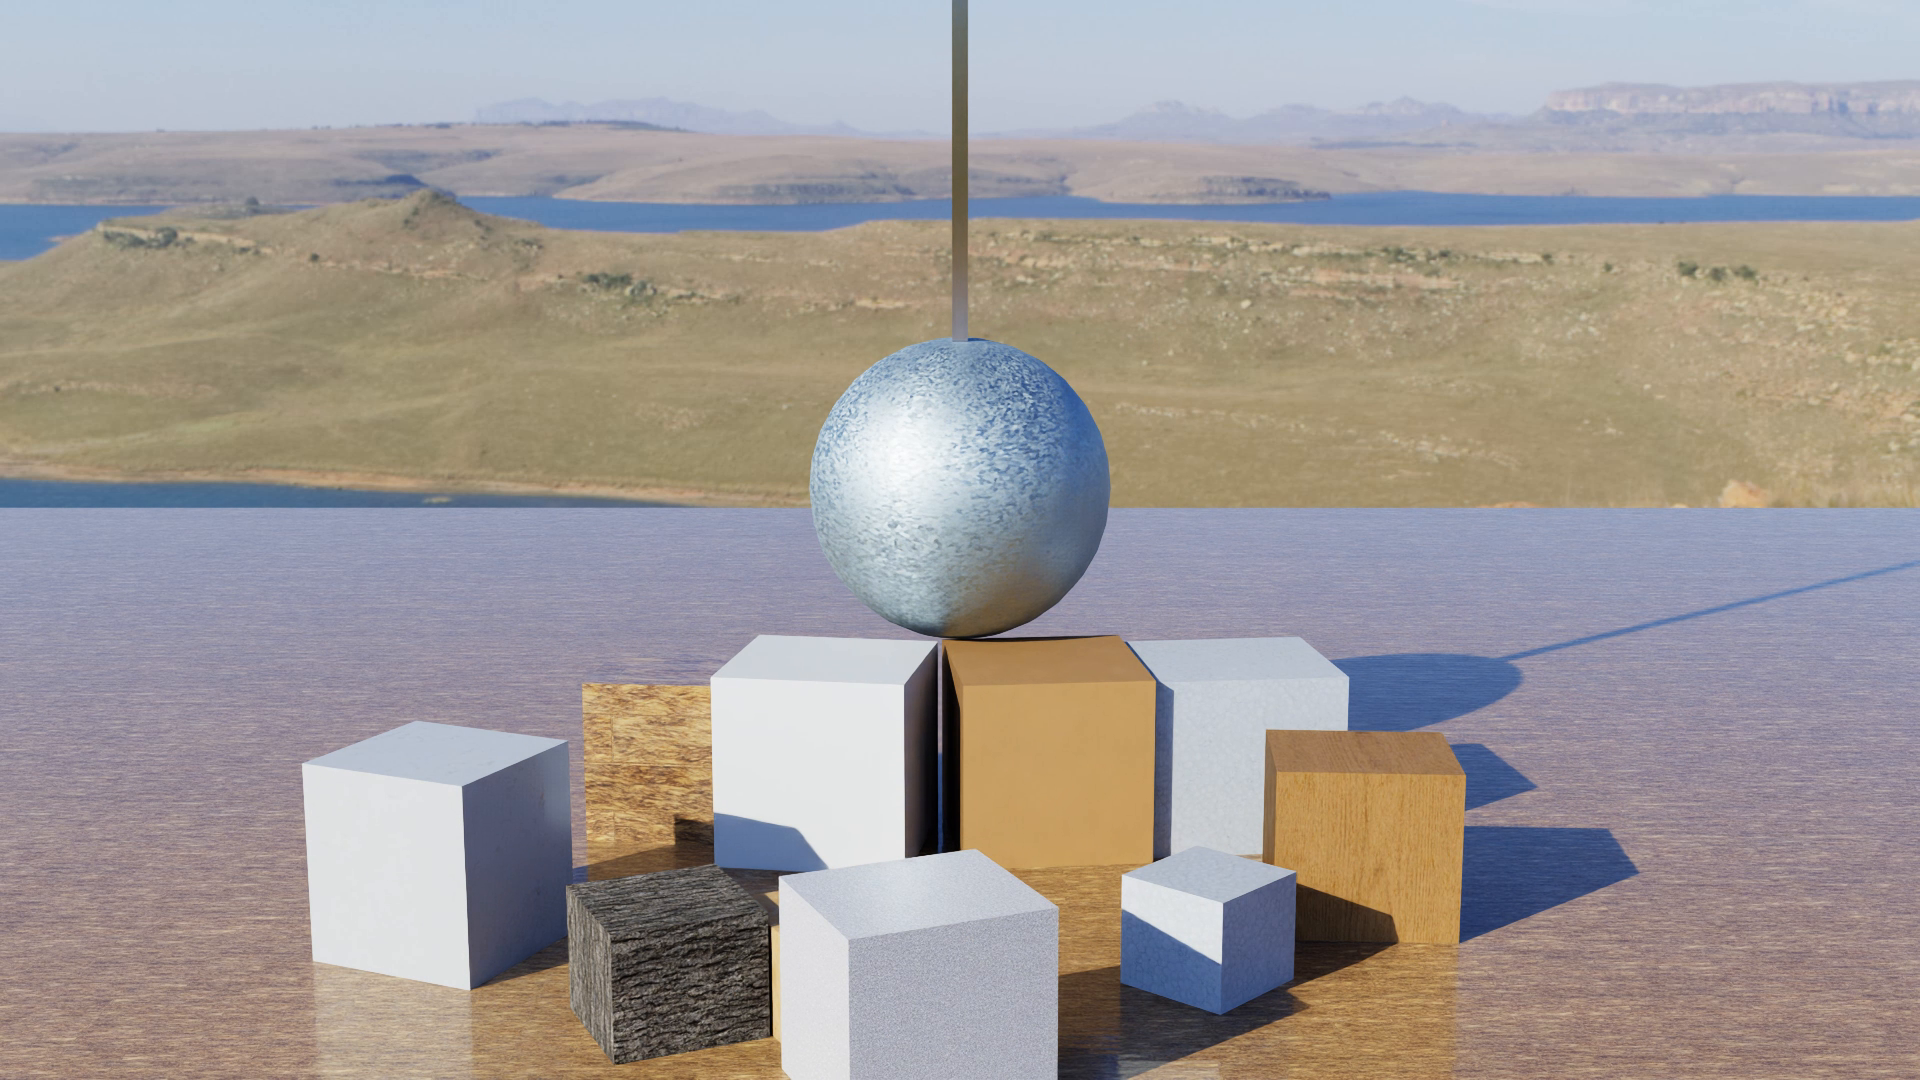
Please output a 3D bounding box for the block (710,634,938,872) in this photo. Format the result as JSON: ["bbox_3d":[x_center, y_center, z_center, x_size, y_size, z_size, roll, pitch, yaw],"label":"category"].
[{"bbox_3d":[-0.658,1.062,11.058,0.947,0.954,0.936,2,10,9],"label":"block"}]

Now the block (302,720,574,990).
[{"bbox_3d":[-2.269,1.356,9.633,0.829,0.885,0.771,5,11,24],"label":"block"}]

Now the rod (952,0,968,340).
[{"bbox_3d":[0.000,-3.553,10.767,0.080,5.200,0.080,0,15,0],"label":"rod"}]

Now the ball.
[{"bbox_3d":[0.000,-0.274,11.668,1.600,1.600,1.600,0,10,0],"label":"ball"}]

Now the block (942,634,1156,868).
[{"bbox_3d":[0.427,1.055,11.184,0.938,0.922,1.014,-1,10,-6],"label":"block"}]

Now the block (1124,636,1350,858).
[{"bbox_3d":[1.383,1.046,11.315,0.974,0.893,0.907,-1,10,-7],"label":"block"}]

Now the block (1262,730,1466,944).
[{"bbox_3d":[1.824,1.339,10.041,0.820,0.773,0.709,1,10,4],"label":"block"}]

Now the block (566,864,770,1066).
[{"bbox_3d":[-1.176,1.686,8.820,0.636,0.526,0.631,-5,11,-25],"label":"block"}]

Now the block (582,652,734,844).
[{"bbox_3d":[-1.488,1.069,11.384,0.750,0.824,0.677,1,10,6],"label":"block"}]

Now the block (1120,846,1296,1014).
[{"bbox_3d":[1.047,1.631,9.264,0.516,0.476,0.528,9,14,42],"label":"block"}]

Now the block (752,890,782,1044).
[{"bbox_3d":[-0.601,1.703,8.924,0.470,0.455,0.464,-5,12,-27],"label":"block"}]

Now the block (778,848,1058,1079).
[{"bbox_3d":[-0.163,1.677,8.193,0.815,0.769,0.732,-5,11,-23],"label":"block"}]
